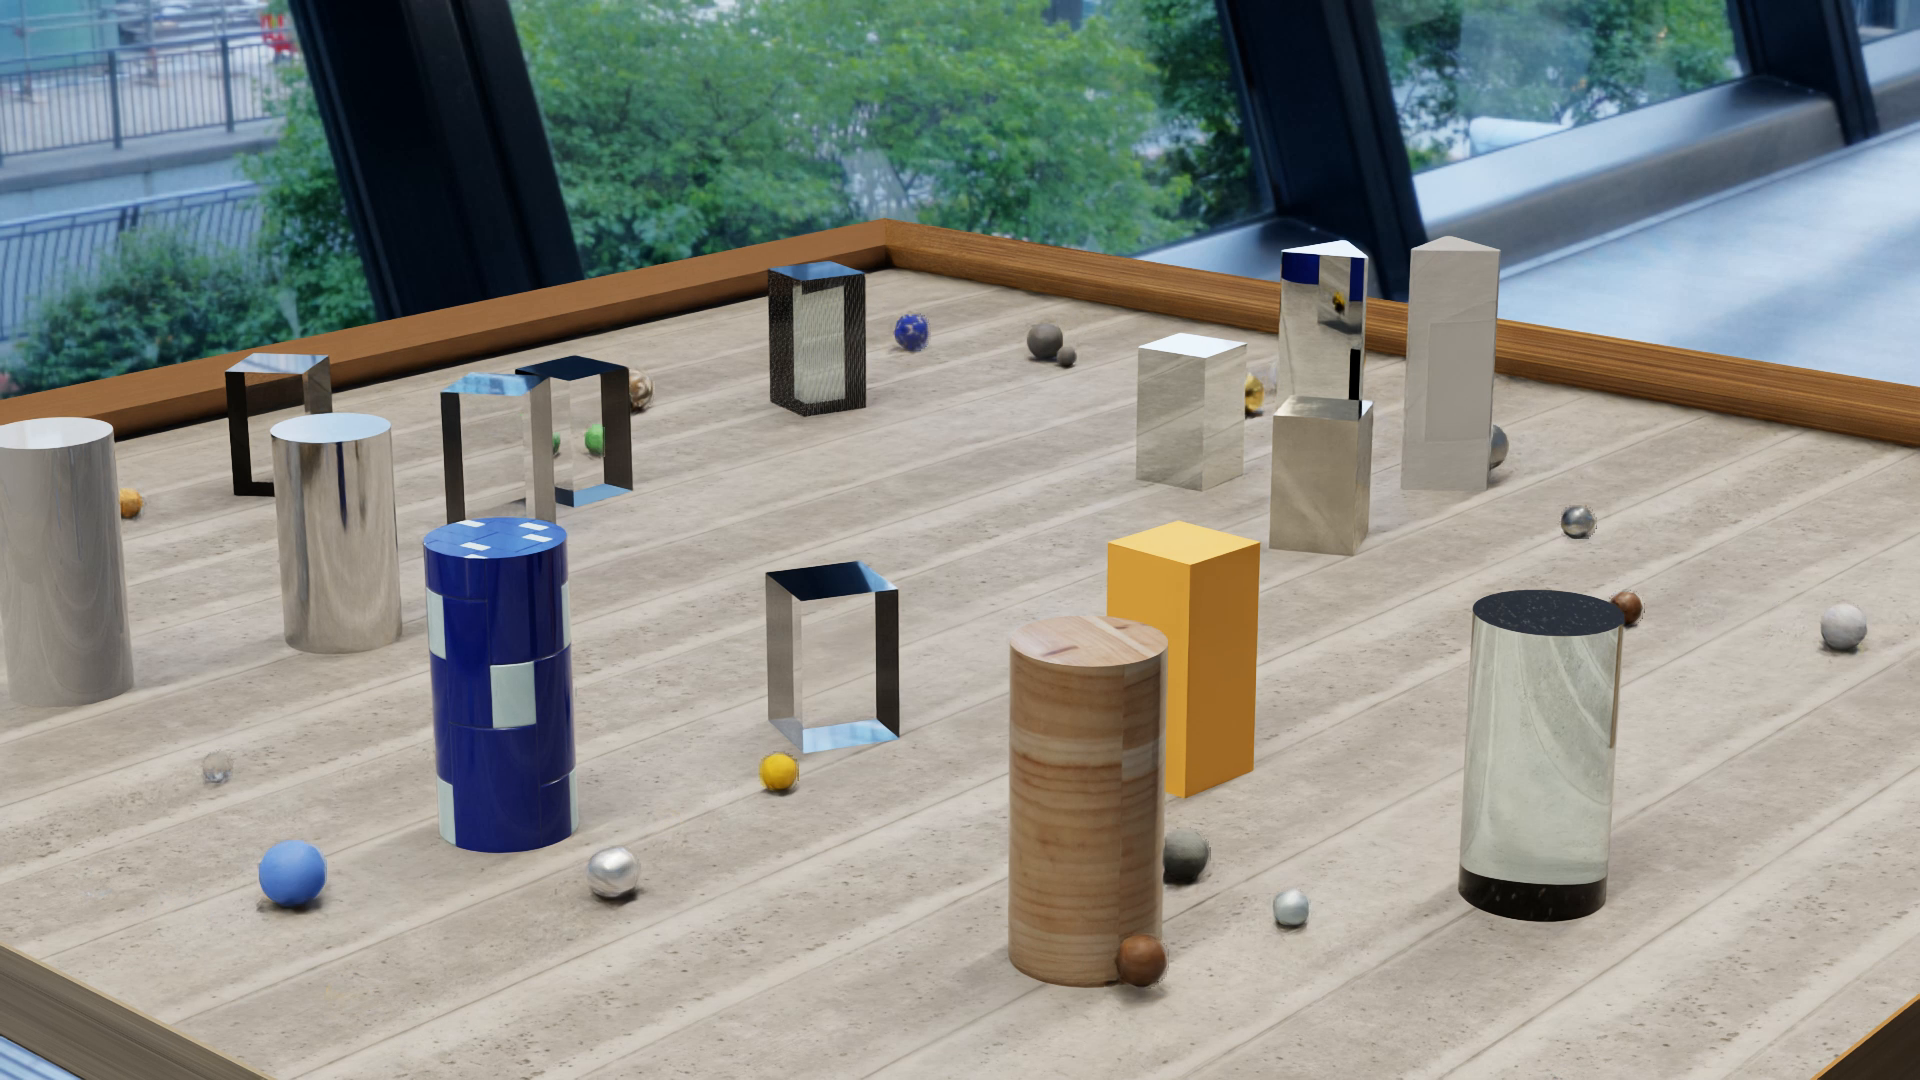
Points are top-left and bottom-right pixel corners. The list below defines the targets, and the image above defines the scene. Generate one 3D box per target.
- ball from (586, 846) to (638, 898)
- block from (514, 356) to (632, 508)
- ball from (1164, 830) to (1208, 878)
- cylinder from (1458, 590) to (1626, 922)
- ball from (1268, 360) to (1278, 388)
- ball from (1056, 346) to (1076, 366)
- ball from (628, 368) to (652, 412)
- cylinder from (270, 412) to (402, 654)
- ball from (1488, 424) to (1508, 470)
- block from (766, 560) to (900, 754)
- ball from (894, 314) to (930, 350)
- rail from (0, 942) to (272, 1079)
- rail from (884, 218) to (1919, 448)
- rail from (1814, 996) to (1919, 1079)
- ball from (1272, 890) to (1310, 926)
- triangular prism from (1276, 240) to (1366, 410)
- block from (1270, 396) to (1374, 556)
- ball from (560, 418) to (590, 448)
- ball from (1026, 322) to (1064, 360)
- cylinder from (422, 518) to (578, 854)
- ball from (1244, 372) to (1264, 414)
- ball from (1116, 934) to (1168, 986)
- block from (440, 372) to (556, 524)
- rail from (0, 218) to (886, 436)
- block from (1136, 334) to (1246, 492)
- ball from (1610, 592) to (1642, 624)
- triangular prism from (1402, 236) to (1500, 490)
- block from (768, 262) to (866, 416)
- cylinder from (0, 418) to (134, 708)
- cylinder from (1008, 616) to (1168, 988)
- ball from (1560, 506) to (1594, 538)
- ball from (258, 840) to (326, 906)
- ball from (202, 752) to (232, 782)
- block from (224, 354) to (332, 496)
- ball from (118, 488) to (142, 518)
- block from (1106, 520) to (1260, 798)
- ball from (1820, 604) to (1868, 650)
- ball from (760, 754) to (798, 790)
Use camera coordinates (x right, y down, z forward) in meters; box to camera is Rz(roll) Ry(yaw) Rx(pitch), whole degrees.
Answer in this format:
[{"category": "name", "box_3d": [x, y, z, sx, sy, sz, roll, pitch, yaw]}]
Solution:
[{"category": "ball", "box_3d": [-0.459, 0.439, 3.872, 0.069, 0.069, 0.069, 0, 17, 0]}, {"category": "block", "box_3d": [-0.753, -0.214, 5.723, 0.155, 0.250, 0.155, 14, 22, 38]}, {"category": "ball", "box_3d": [0.301, 0.421, 3.937, 0.066, 0.066, 0.066, 0, 17, 0]}, {"category": "cylinder", "box_3d": [0.760, 0.281, 3.841, 0.194, 0.391, 0.194, 0, 17, 0]}, {"category": "ball", "box_3d": [0.727, -0.368, 6.529, 0.079, 0.079, 0.079, 0, 17, 0]}, {"category": "ball", "box_3d": [0.245, -0.424, 6.771, 0.048, 0.048, 0.048, 0, 17, 0]}, {"category": "ball", "box_3d": [-0.714, -0.327, 6.369, 0.094, 0.094, 0.094, 0, 17, 0]}, {"category": "cylinder", "box_3d": [-1.032, -0.012, 4.863, 0.194, 0.360, 0.194, 0, 17, 0]}, {"category": "ball", "box_3d": [1.045, -0.187, 5.849, 0.097, 0.097, 0.097, 0, 17, 0]}, {"category": "block", "box_3d": [-0.194, 0.176, 4.451, 0.155, 0.239, 0.155, -7, 18, -22]}, {"category": "ball", "box_3d": [-0.115, -0.491, 6.928, 0.084, 0.084, 0.084, 0, 17, 0]}, {"category": "rail", "box_3d": [-1.328, 0.473, 3.656, 4.096, 0.126, 0.045, 14, 22, 39]}, {"category": "rail", "box_3d": [1.328, -0.410, 6.585, 4.096, 0.126, 0.045, 14, 22, 39]}, {"category": "rail", "box_3d": [1.529, 0.415, 3.850, 0.045, 0.126, 4.099, 14, 22, 39]}, {"category": "ball", "box_3d": [0.428, 0.476, 3.787, 0.048, 0.048, 0.048, 0, 17, 0]}, {"category": "triangular prism", "box_3d": [0.721, -0.333, 5.717, 0.168, 0.482, 0.146, 7, 18, 22]}, {"category": "block", "box_3d": [0.666, -0.120, 5.403, 0.155, 0.254, 0.155, 5, 18, 17]}, {"category": "ball", "box_3d": [-0.797, -0.221, 6.073, 0.061, 0.061, 0.061, 0, 17, 0]}, {"category": "ball", "box_3d": [0.199, -0.464, 6.835, 0.086, 0.086, 0.086, 0, 17, 0]}, {"category": "cylinder", "box_3d": [-0.633, 0.199, 4.055, 0.194, 0.423, 0.194, 0, 17, 0]}, {"category": "ball", "box_3d": [0.615, -0.317, 6.343, 0.090, 0.090, 0.090, 0, 17, 0]}, {"category": "ball", "box_3d": [0.222, 0.514, 3.586, 0.064, 0.064, 0.064, 0, 17, 0]}, {"category": "block", "box_3d": [-0.852, -0.146, 5.426, 0.155, 0.293, 0.155, 3, 17, 11]}, {"category": "rail", "box_3d": [-1.529, -0.352, 6.391, 0.045, 0.126, 4.099, 14, 22, 39]}, {"category": "block", "box_3d": [0.459, -0.255, 5.825, 0.155, 0.270, 0.155, 12, 21, 35]}, {"category": "ball", "box_3d": [1.128, 0.115, 4.970, 0.056, 0.056, 0.056, 0, 17, 0]}, {"category": "triangular prism", "box_3d": [0.958, -0.349, 5.775, 0.168, 0.479, 0.146, 1, 17, 3]}, {"category": "block", "box_3d": [-0.311, -0.440, 6.387, 0.155, 0.299, 0.155, -10, 19, -30]}, {"category": "cylinder", "box_3d": [-1.416, 0.033, 4.613, 0.194, 0.417, 0.194, 0, 17, 0]}, {"category": "cylinder", "box_3d": [0.158, 0.324, 3.648, 0.194, 0.419, 0.194, 0, 17, 0]}, {"category": "ball", "box_3d": [1.148, -0.033, 5.450, 0.061, 0.061, 0.061, 0, 17, 0]}, {"category": "ball", "box_3d": [-0.876, 0.437, 3.847, 0.087, 0.087, 0.087, 0, 17, 0]}, {"category": "ball", "box_3d": [-1.084, 0.330, 4.277, 0.043, 0.043, 0.043, 0, 17, 0]}, {"category": "block", "box_3d": [-1.333, -0.226, 5.764, 0.155, 0.249, 0.155, 2, 17, 7]}, {"category": "ball", "box_3d": [-1.586, -0.070, 5.582, 0.056, 0.056, 0.056, 0, 17, 0]}, {"category": "block", "box_3d": [0.322, 0.172, 4.269, 0.155, 0.352, 0.155, 16, 23, 42]}, {"category": "ball", "box_3d": [1.460, 0.143, 4.842, 0.076, 0.076, 0.076, 0, 17, 0]}, {"category": "ball", "box_3d": [-0.262, 0.335, 4.242, 0.054, 0.054, 0.054, 0, 17, 0]}]
